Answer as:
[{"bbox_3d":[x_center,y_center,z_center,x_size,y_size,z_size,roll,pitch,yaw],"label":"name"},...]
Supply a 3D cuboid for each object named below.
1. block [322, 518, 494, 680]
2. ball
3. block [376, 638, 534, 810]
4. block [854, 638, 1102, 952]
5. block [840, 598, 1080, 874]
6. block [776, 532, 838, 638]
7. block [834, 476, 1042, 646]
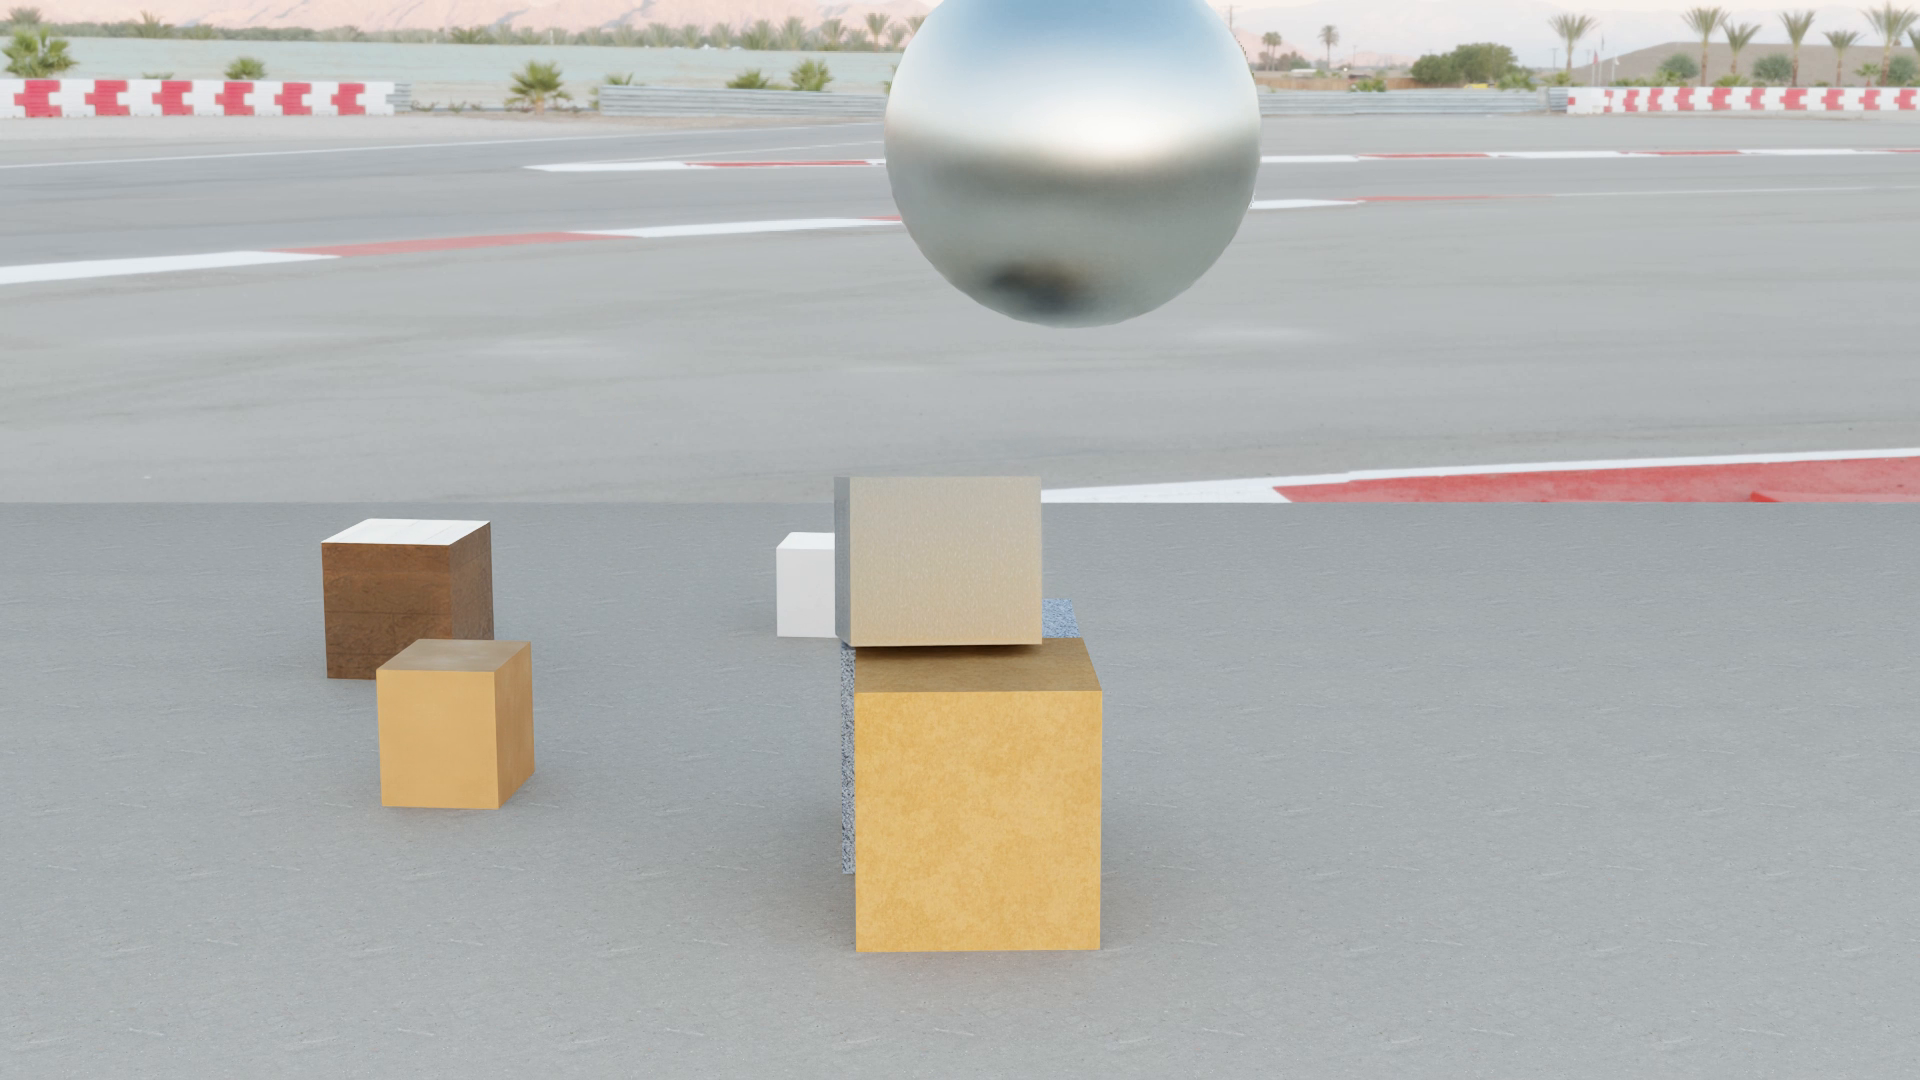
[{"bbox_3d":[-3.292,0.350,15.364,0.768,0.815,0.803,1,10,7],"label":"block"},{"bbox_3d":[0.476,-1.697,10.872,1.600,1.600,1.600,0,10,0],"label":"ball"},{"bbox_3d":[-2.487,0.901,12.707,0.579,0.680,0.685,1,10,5],"label":"block"},{"bbox_3d":[0.057,1.047,10.793,0.988,1.079,0.986,0,10,-2],"label":"block"},{"bbox_3d":[0.004,0.883,11.862,1.065,1.018,1.105,0,10,-1],"label":"block"},{"bbox_3d":[-0.801,0.285,16.415,0.654,0.566,0.569,1,10,5],"label":"block"},{"bbox_3d":[-0.109,0.077,11.131,0.807,0.706,0.788,0,2,-8],"label":"block"}]
